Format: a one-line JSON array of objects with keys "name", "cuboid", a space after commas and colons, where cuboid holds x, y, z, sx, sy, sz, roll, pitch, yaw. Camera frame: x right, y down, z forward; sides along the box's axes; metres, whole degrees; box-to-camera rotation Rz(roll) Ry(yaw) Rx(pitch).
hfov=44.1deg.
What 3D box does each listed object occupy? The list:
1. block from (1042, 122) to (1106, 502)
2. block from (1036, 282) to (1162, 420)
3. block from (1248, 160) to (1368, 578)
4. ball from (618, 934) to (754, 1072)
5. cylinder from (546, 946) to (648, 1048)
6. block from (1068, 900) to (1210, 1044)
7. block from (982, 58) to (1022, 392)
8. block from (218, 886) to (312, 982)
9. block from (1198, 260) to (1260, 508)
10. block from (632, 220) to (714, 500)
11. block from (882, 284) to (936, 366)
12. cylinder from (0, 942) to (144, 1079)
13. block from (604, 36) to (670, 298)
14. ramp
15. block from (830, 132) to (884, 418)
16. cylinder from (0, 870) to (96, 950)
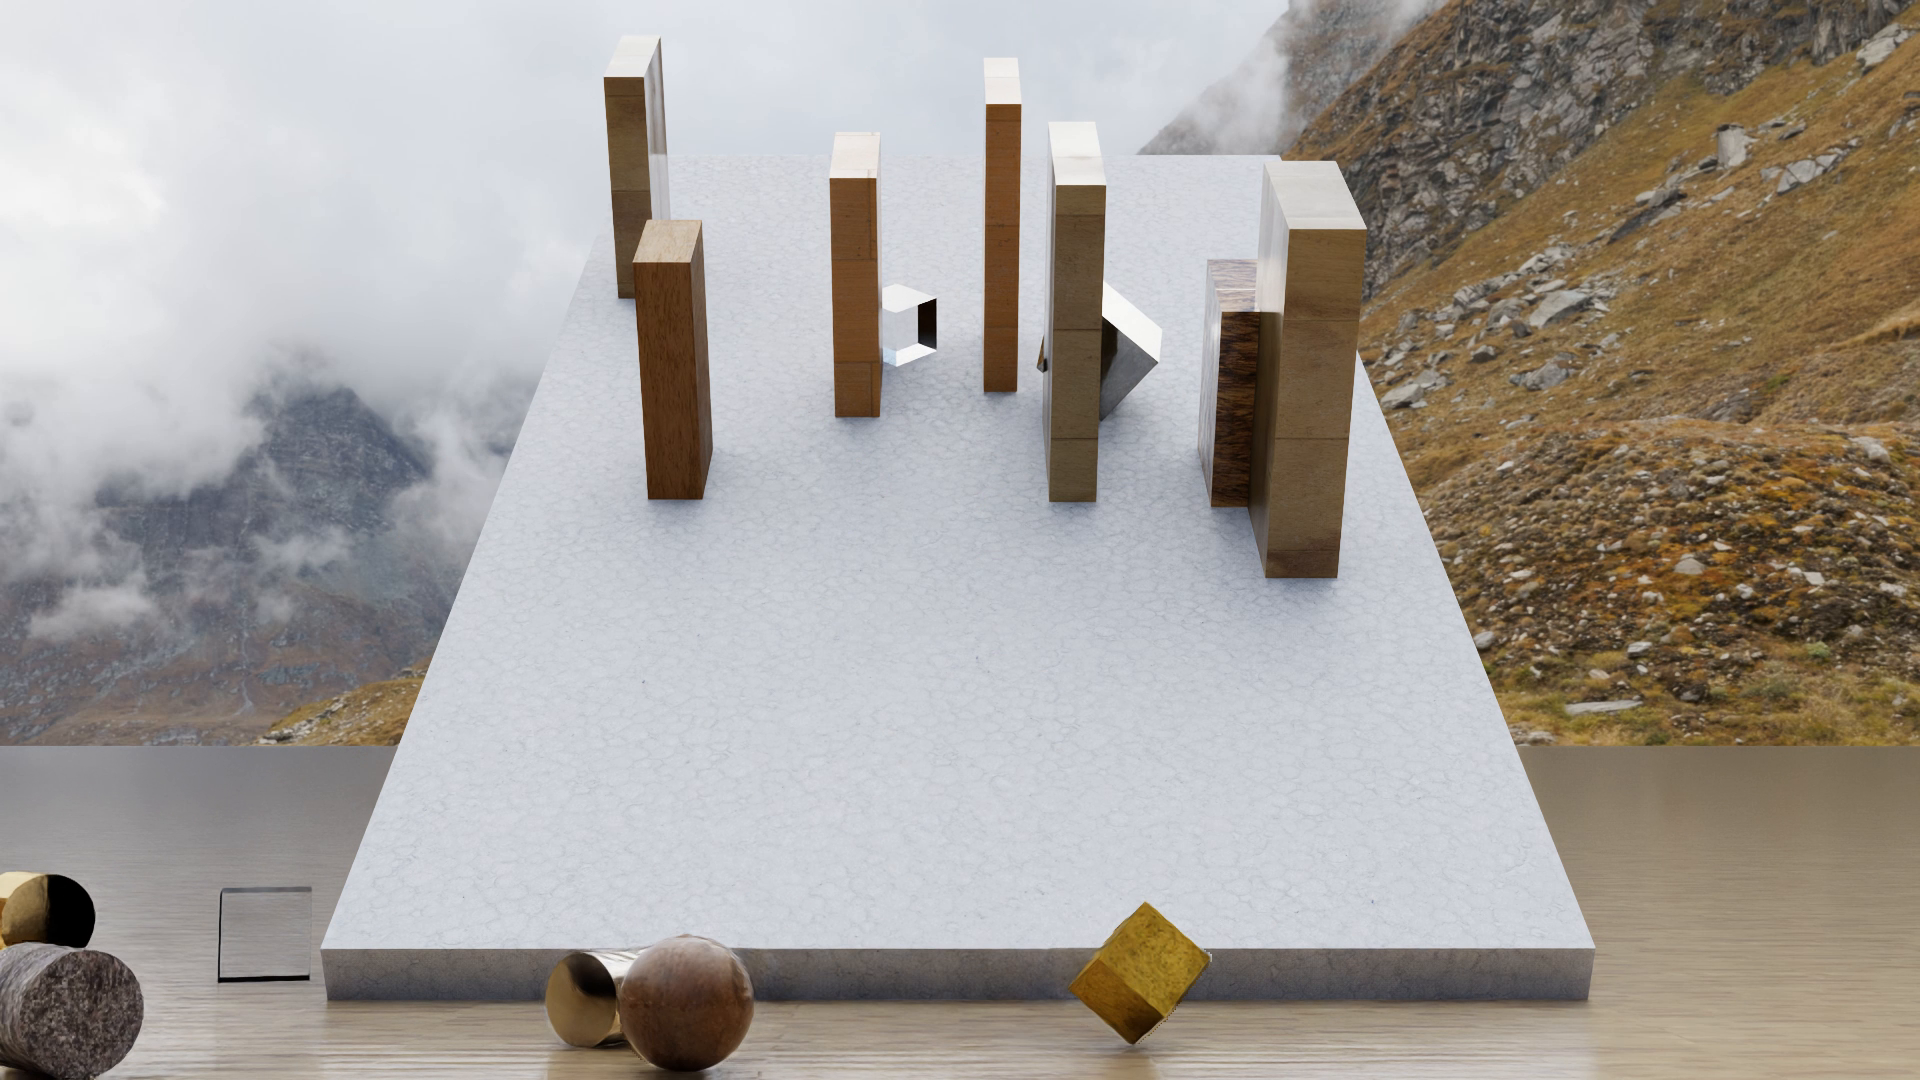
[{"name": "block", "cuboid": [0.244, -0.499, 5.161, 0.102, 0.716, 0.429, 0, 27, 0]}, {"name": "block", "cuboid": [0.327, -0.447, 5.537, 0.200, 0.200, 0.200, 38, 25, -12]}, {"name": "block", "cuboid": [0.694, -0.348, 4.836, 0.147, 0.747, 0.410, 0, 27, 0]}, {"name": "ball", "cuboid": [-0.340, 0.576, 2.953, 0.169, 0.169, 0.169, 0, -5, 0]}, {"name": "cylinder", "cuboid": [-0.473, 0.621, 3.231, 0.127, 0.127, 0.127, -3, -6, 33]}, {"name": "block", "cuboid": [0.240, 0.583, 3.192, 0.115, 0.115, 0.115, -44, -8, -35]}, {"name": "block", "cuboid": [0.097, -0.755, 5.672, 0.081, 0.705, 0.378, 0, 27, 0]}, {"name": "block", "cuboid": [-1.207, 0.684, 4.123, 0.151, 0.151, 0.151, 1, -5, -15]}, {"name": "block", "cuboid": [0.611, -0.342, 5.147, 0.141, 0.451, 0.309, 0, 27, 0]}, {"name": "block", "cuboid": [-0.617, -0.390, 5.131, 0.118, 0.545, 0.261, 0, 27, 0]}, {"name": "block", "cuboid": [-0.156, -0.532, 5.856, 0.140, 0.140, 0.140, 24, 35, 38]}, {"name": "cylinder", "cuboid": [-1.121, 0.581, 2.935, 0.156, 0.156, 0.156, -5, -7, 44]}, {"name": "block", "cuboid": [-0.843, -0.983, 6.239, 0.101, 0.592, 0.392, 0, 27, 0]}, {"name": "ramp", "cuboid": [-0.011, -0.226, 5.523, 2.000, 0.100, 4.000, 0, 27, 0]}, {"name": "block", "cuboid": [-0.239, -0.621, 5.546, 0.105, 0.581, 0.335, 0, 27, 0]}, {"name": "cylinder", "cuboid": [-1.699, 0.694, 4.349, 0.169, 0.169, 0.169, 4, -6, -39]}]
